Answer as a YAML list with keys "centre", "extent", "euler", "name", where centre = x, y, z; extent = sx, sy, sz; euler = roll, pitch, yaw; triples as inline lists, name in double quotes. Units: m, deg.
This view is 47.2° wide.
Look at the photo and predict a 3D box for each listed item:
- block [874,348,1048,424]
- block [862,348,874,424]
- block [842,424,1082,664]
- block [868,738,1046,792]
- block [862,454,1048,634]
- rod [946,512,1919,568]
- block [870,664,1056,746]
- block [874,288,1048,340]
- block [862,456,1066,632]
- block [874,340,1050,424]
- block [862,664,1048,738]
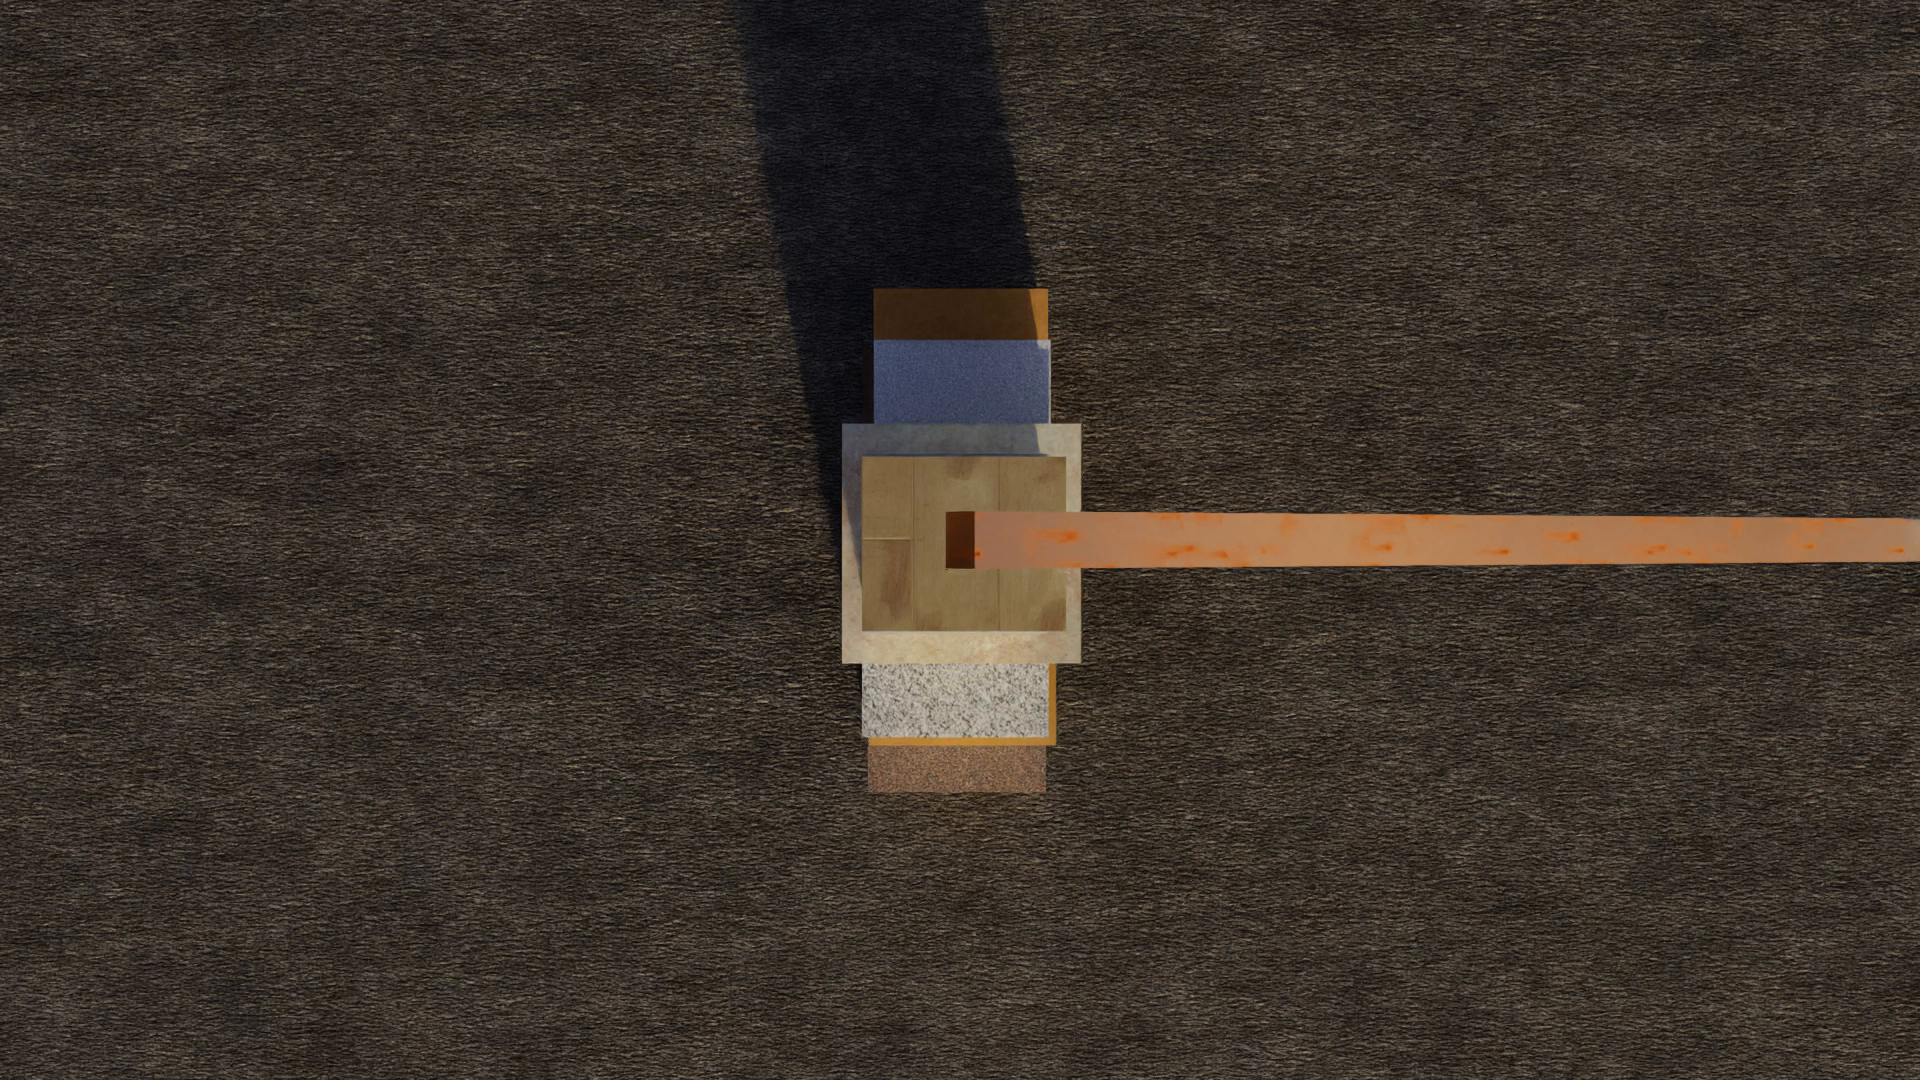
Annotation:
- centre: [0.006, -0.426, 8.916]
  extent: [0.676, 0.757, 0.637]
  euler: [0, 90, 0]
  name: "block"
- centre: [-0.017, -0.482, 11.427]
  extent: [0.936, 1.010, 0.937]
  euler: [0, 90, 0]
  name: "block"
- centre: [0.006, 0.013, 8.065]
  extent: [0.828, 0.883, 0.832]
  euler: [0, 90, 0]
  name: "block"
- centre: [-0.017, 0.916, 12.456]
  extent: [0.965, 1.089, 0.897]
  euler: [0, 90, 0]
  name: "block"
- centre: [-0.017, 0.012, 7.362]
  extent: [0.600, 0.523, 0.581]
  euler: [0, 90, 0]
  name: "block"
- centre: [2.234, 0.000, 4.410]
  extent: [5.200, 0.080, 0.080]
  euler: [0, 90, -31]
  name: "rod"
- centre: [0.011, 0.409, 9.655]
  extent: [0.786, 0.828, 0.903]
  euler: [0, 91, 0]
  name: "block"
- centre: [0.005, -0.882, 12.466]
  extent: [0.946, 1.067, 0.965]
  euler: [0, 90, 0]
  name: "block"
- centre: [0.012, 0.012, 6.784]
  extent: [0.600, 0.634, 0.514]
  euler: [0, 90, 0]
  name: "block"
- centre: [0.009, -0.451, 9.679]
  extent: [0.748, 0.769, 0.790]
  euler: [0, 90, 0]
  name: "block"
- centre: [-0.018, 0.336, 8.872]
  extent: [0.722, 0.730, 0.857]
  euler: [0, 90, 0]
  name: "block"
